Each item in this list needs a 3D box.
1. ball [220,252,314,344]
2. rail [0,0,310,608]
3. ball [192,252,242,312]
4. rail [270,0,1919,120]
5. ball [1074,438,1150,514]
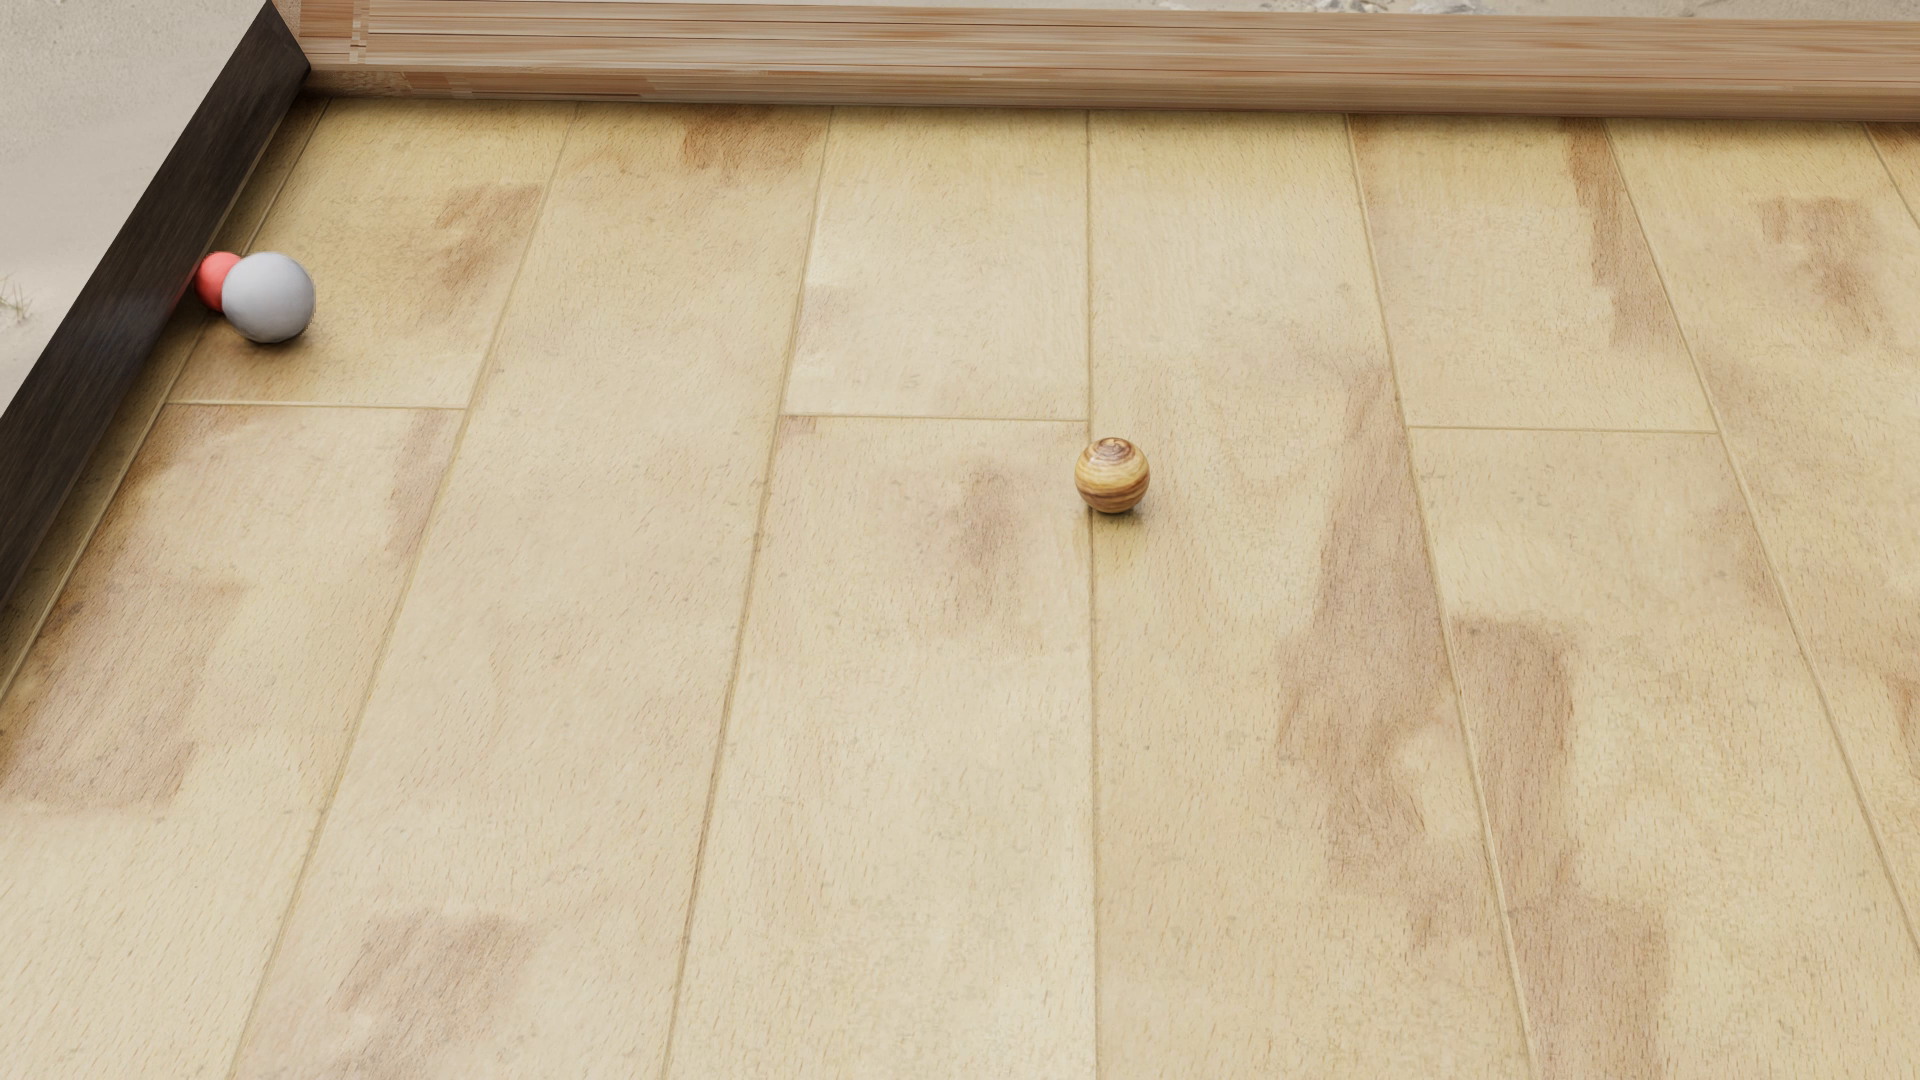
[{"bbox_3d":[-0.577,-0.202,2.137,0.075,0.075,0.075,0,35,0],"label":"ball"},{"bbox_3d":[-0.675,-0.031,1.869,0.045,0.103,1.570,1,35,2],"label":"rail"},{"bbox_3d":[-0.626,-0.219,2.183,0.051,0.051,0.051,0,35,0],"label":"ball"},{"bbox_3d":[0.726,-0.441,2.451,2.796,0.103,0.045,1,35,2],"label":"rail"},{"bbox_3d":[0.115,-0.049,1.936,0.058,0.058,0.058,0,35,0],"label":"ball"}]
